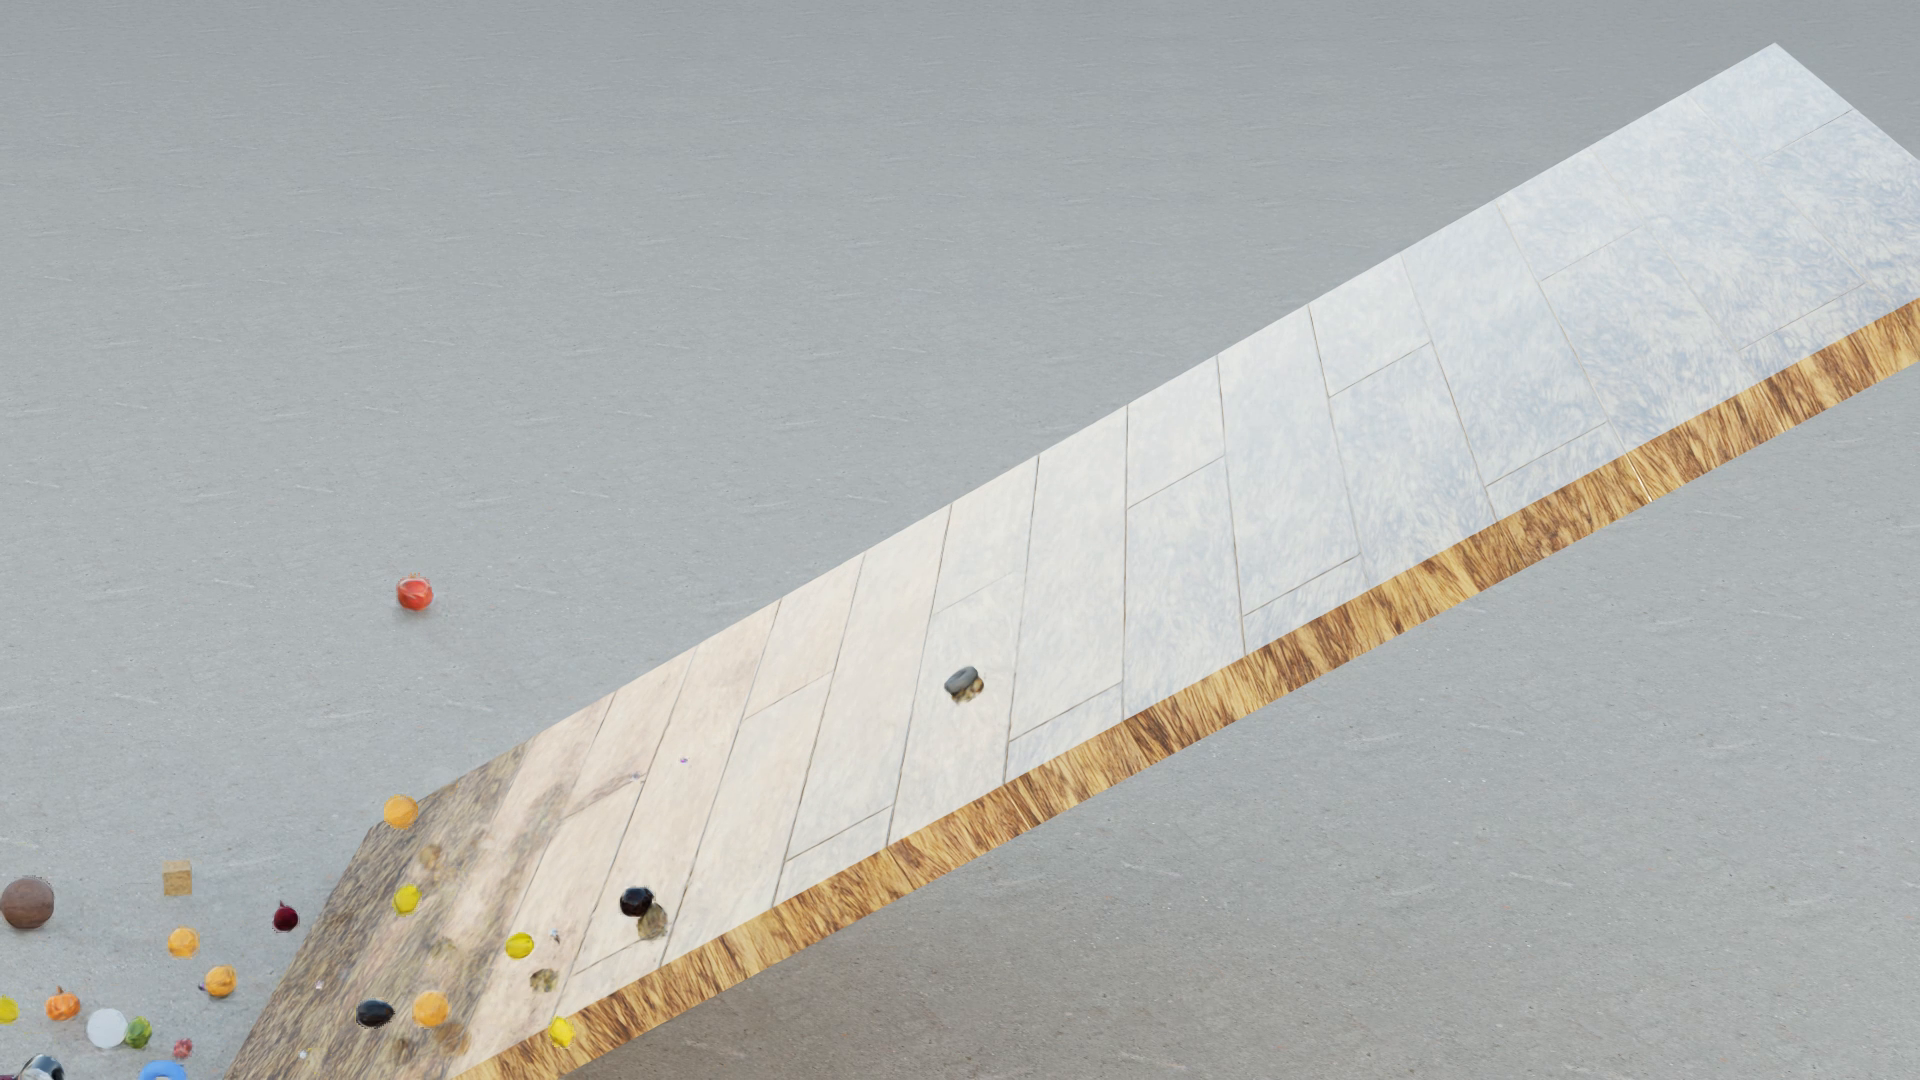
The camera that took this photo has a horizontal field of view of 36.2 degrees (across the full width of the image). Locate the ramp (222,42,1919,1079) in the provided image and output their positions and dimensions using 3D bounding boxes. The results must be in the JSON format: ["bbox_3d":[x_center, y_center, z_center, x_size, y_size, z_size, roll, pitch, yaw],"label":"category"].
[{"bbox_3d":[0.142,0.168,6.287,4.000,0.100,2.000,-29,15,12],"label":"ramp"}]

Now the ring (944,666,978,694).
[{"bbox_3d":[0.002,0.284,5.953,0.075,0.025,0.075,-31,14,9],"label":"ring"}]

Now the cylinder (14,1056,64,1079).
[{"bbox_3d":[-2.026,1.194,6.457,0.092,0.092,0.092,1,16,2],"label":"cylinder"}]

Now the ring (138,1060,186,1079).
[{"bbox_3d":[-1.645,1.117,6.070,0.097,0.097,0.032,-2,21,-5],"label":"ring"}]

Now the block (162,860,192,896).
[{"bbox_3d":[-1.992,0.860,7.486,0.068,0.068,0.068,-4,20,-12],"label":"block"}]

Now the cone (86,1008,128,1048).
[{"bbox_3d":[-1.963,1.122,6.767,0.090,0.090,0.090,-6,-6,-18],"label":"cone"}]
